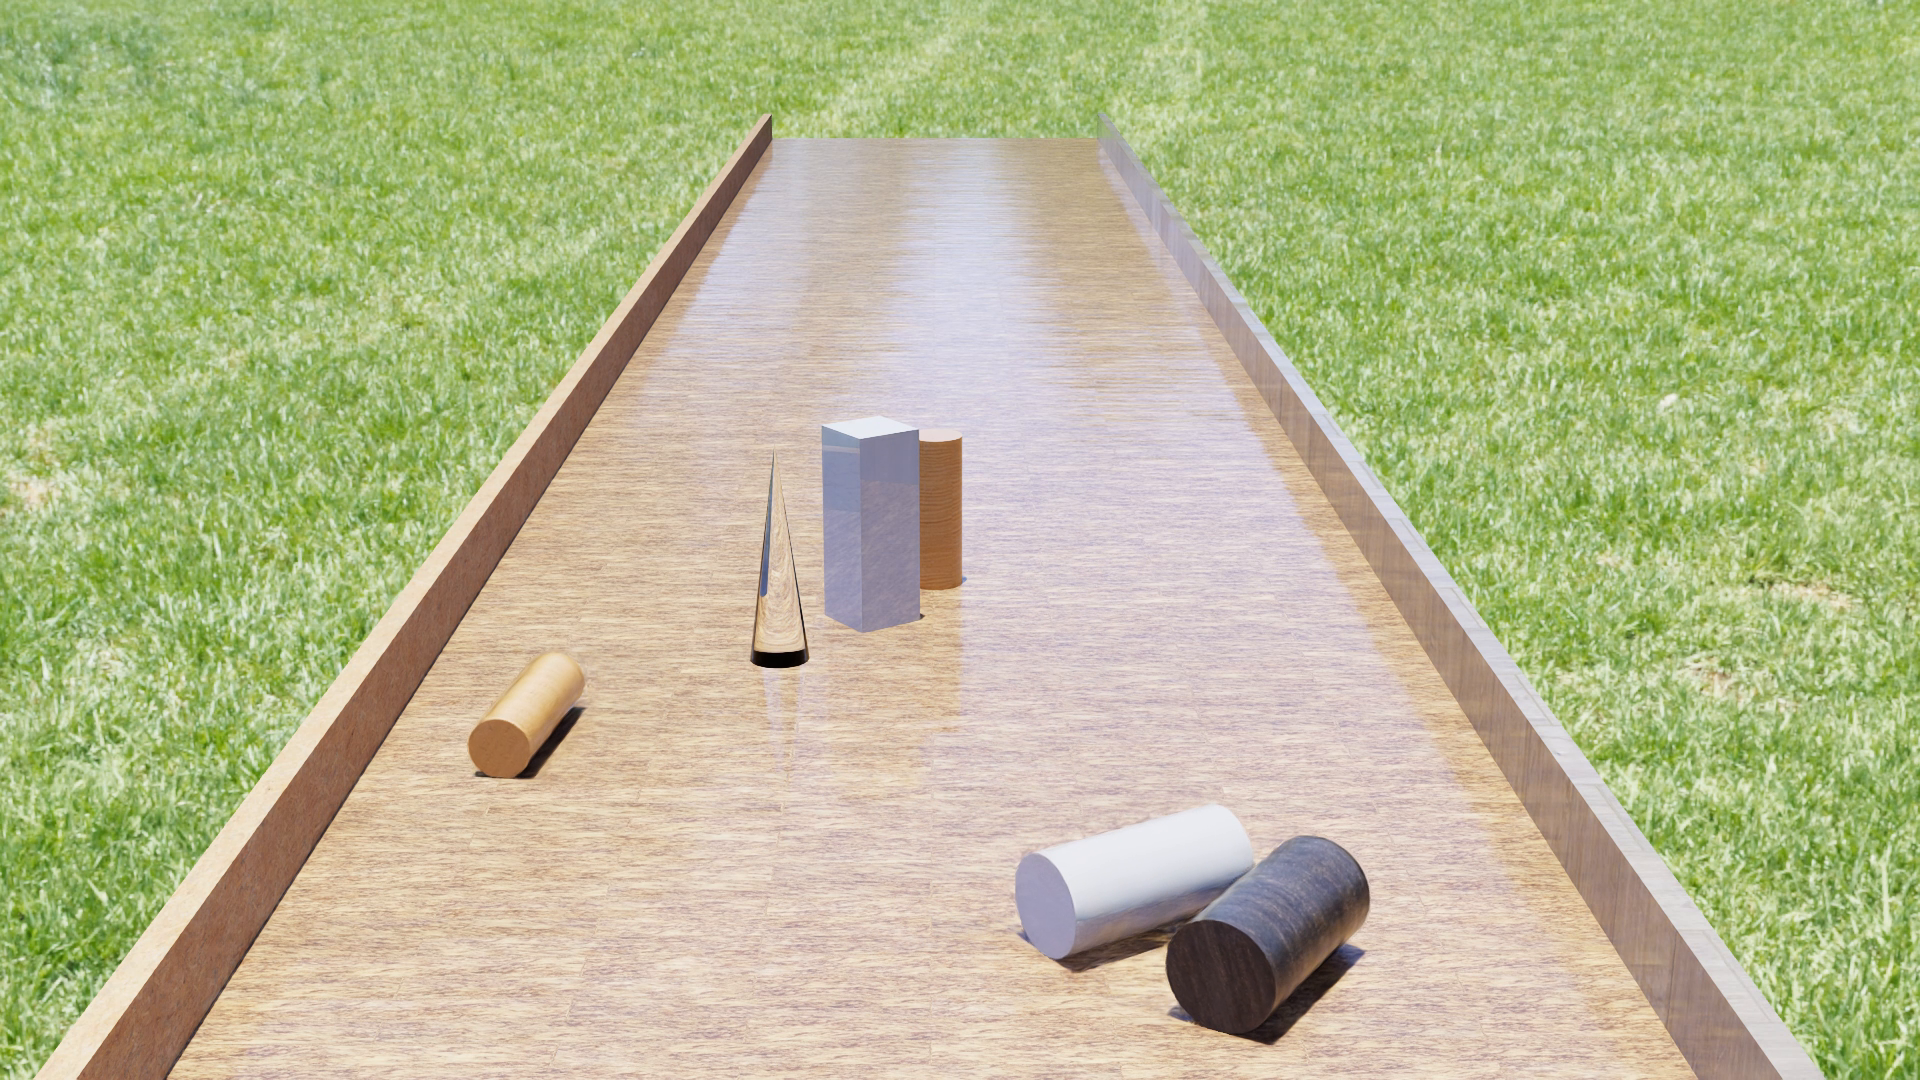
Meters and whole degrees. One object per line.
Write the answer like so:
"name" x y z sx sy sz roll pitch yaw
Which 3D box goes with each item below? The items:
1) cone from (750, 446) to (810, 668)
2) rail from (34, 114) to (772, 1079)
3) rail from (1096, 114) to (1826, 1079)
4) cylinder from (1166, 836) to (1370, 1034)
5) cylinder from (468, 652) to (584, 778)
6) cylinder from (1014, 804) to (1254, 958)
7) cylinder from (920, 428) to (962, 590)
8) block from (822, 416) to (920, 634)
"cone" -0.363 0.024 4.362 0.120 0.447 0.120 0 17 0
"rail" -1.118 -0.838 7.780 0.050 0.150 12.000 0 17 -1
"rail" 0.932 -0.844 7.801 0.050 0.150 12.000 0 17 -1
"cylinder" 0.437 0.549 3.092 0.164 0.164 0.325 10 19 31
"cylinder" -0.780 0.313 3.980 0.111 0.111 0.349 2 17 6
"cylinder" 0.260 0.503 3.261 0.328 0.156 0.156 -10 19 -31
"cylinder" -0.054 -0.068 4.862 0.119 0.338 0.119 0 17 0
"block" -0.186 -0.034 4.612 0.146 0.416 0.146 -11 20 -34
